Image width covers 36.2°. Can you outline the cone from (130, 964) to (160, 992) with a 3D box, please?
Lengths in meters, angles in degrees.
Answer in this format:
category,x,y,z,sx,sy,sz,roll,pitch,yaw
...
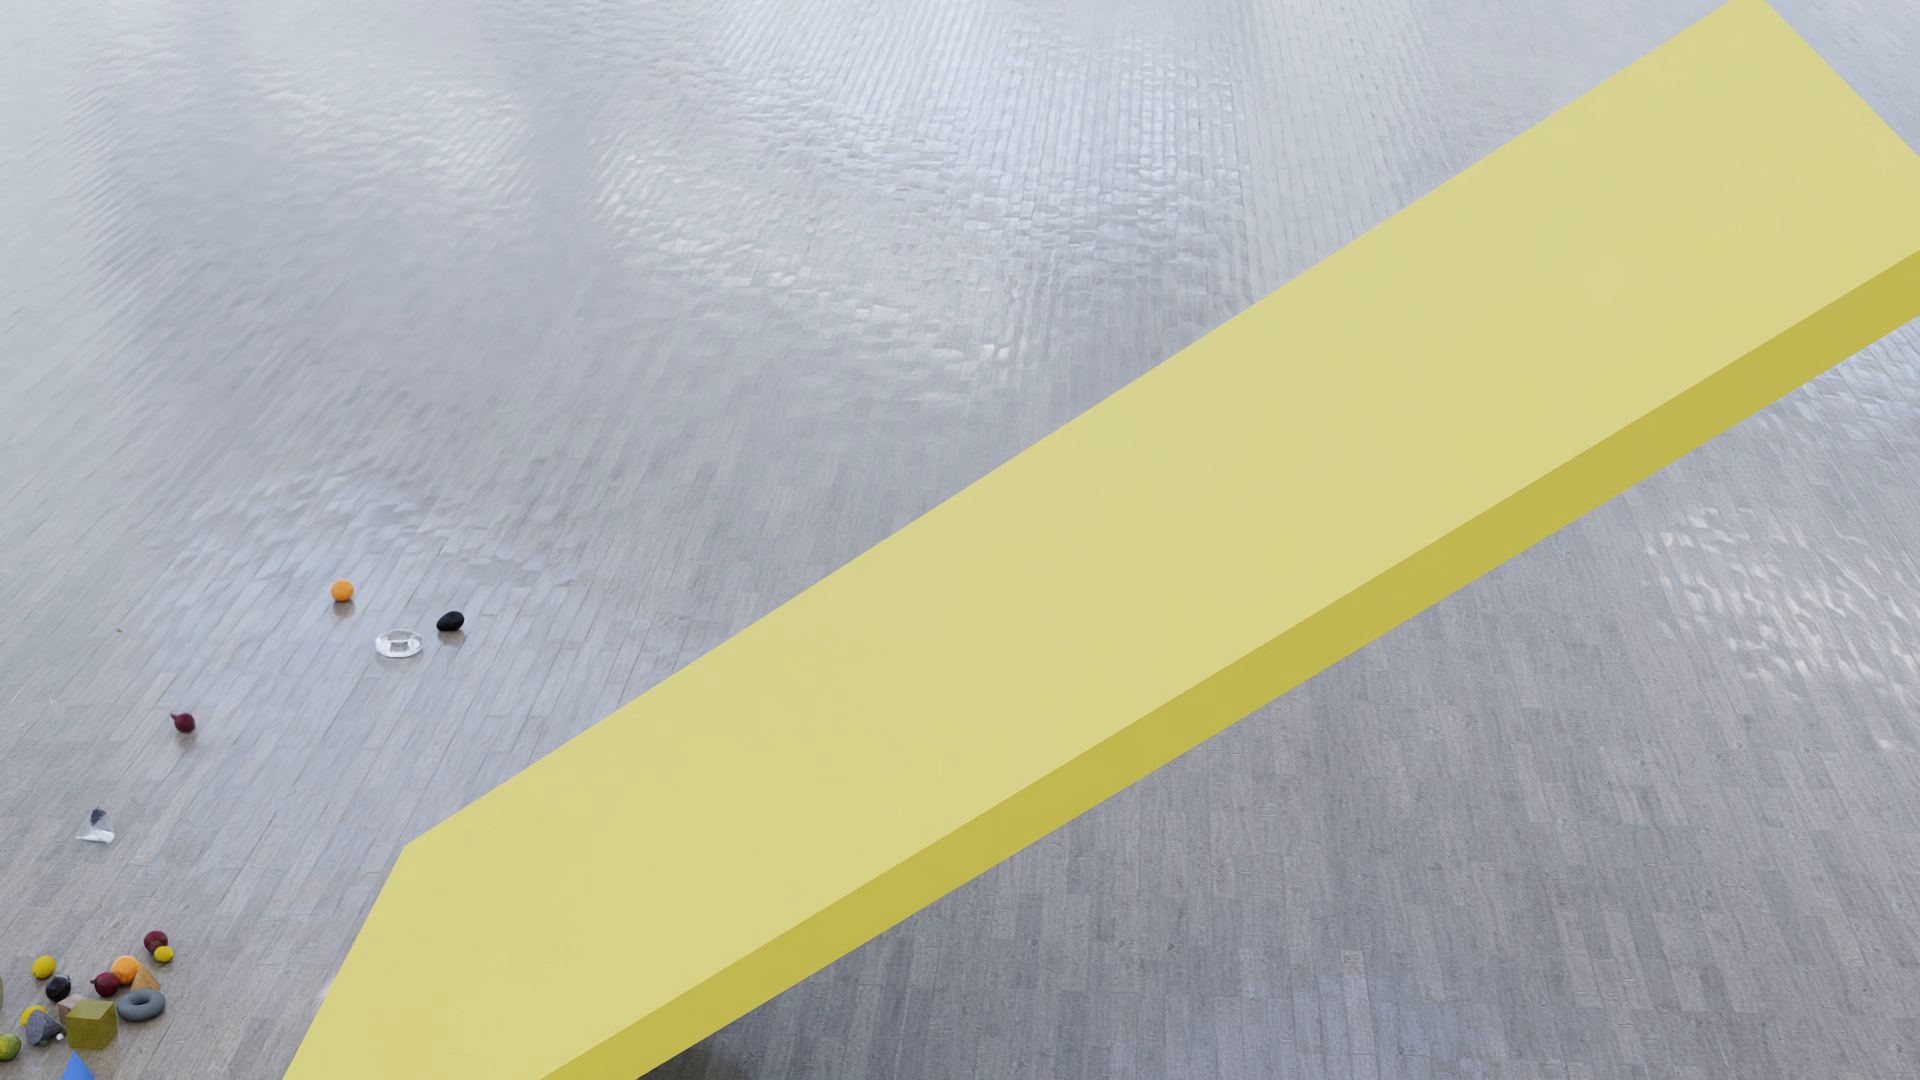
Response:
category,x,y,z,sx,sy,sz,roll,pitch,yaw
cone,-1.997,1.065,7.195,0.075,0.075,0.075,0,21,0

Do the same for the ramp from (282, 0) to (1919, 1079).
category,x,y,z,sx,sy,sz,roll,pitch,yaw
ramp,0.136,0.174,6.306,4.000,0.100,2.000,-32,16,15

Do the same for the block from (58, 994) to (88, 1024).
category,x,y,z,sx,sy,sz,roll,pitch,yaw
block,-2.123,1.130,7.056,0.054,0.054,0.054,14,25,32

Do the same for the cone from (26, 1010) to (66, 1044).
category,x,y,z,sx,sy,sz,roll,pitch,yaw
cone,-2.163,1.162,6.998,0.083,0.083,0.083,17,5,-44

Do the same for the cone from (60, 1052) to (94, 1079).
category,x,y,z,sx,sy,sz,roll,pitch,yaw
cone,-2.047,1.215,6.807,0.077,0.077,0.077,0,21,0

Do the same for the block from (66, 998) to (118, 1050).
category,x,y,z,sx,sy,sz,roll,pitch,yaw
block,-2.057,1.148,6.969,0.084,0.084,0.084,4,22,10

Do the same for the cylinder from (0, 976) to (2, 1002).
category,x,y,z,sx,sy,sz,roll,pitch,yaw
cylinder,-2.367,1.095,7.092,0.093,0.093,0.093,4,21,-6

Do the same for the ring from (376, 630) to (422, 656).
category,x,y,z,sx,sy,sz,roll,pitch,yaw
ring,-1.743,0.321,9.139,0.147,0.049,0.147,1,21,0

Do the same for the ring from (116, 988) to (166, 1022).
category,x,y,z,sx,sy,sz,roll,pitch,yaw
ring,-1.977,1.122,7.099,0.115,0.038,0.115,-1,23,0
